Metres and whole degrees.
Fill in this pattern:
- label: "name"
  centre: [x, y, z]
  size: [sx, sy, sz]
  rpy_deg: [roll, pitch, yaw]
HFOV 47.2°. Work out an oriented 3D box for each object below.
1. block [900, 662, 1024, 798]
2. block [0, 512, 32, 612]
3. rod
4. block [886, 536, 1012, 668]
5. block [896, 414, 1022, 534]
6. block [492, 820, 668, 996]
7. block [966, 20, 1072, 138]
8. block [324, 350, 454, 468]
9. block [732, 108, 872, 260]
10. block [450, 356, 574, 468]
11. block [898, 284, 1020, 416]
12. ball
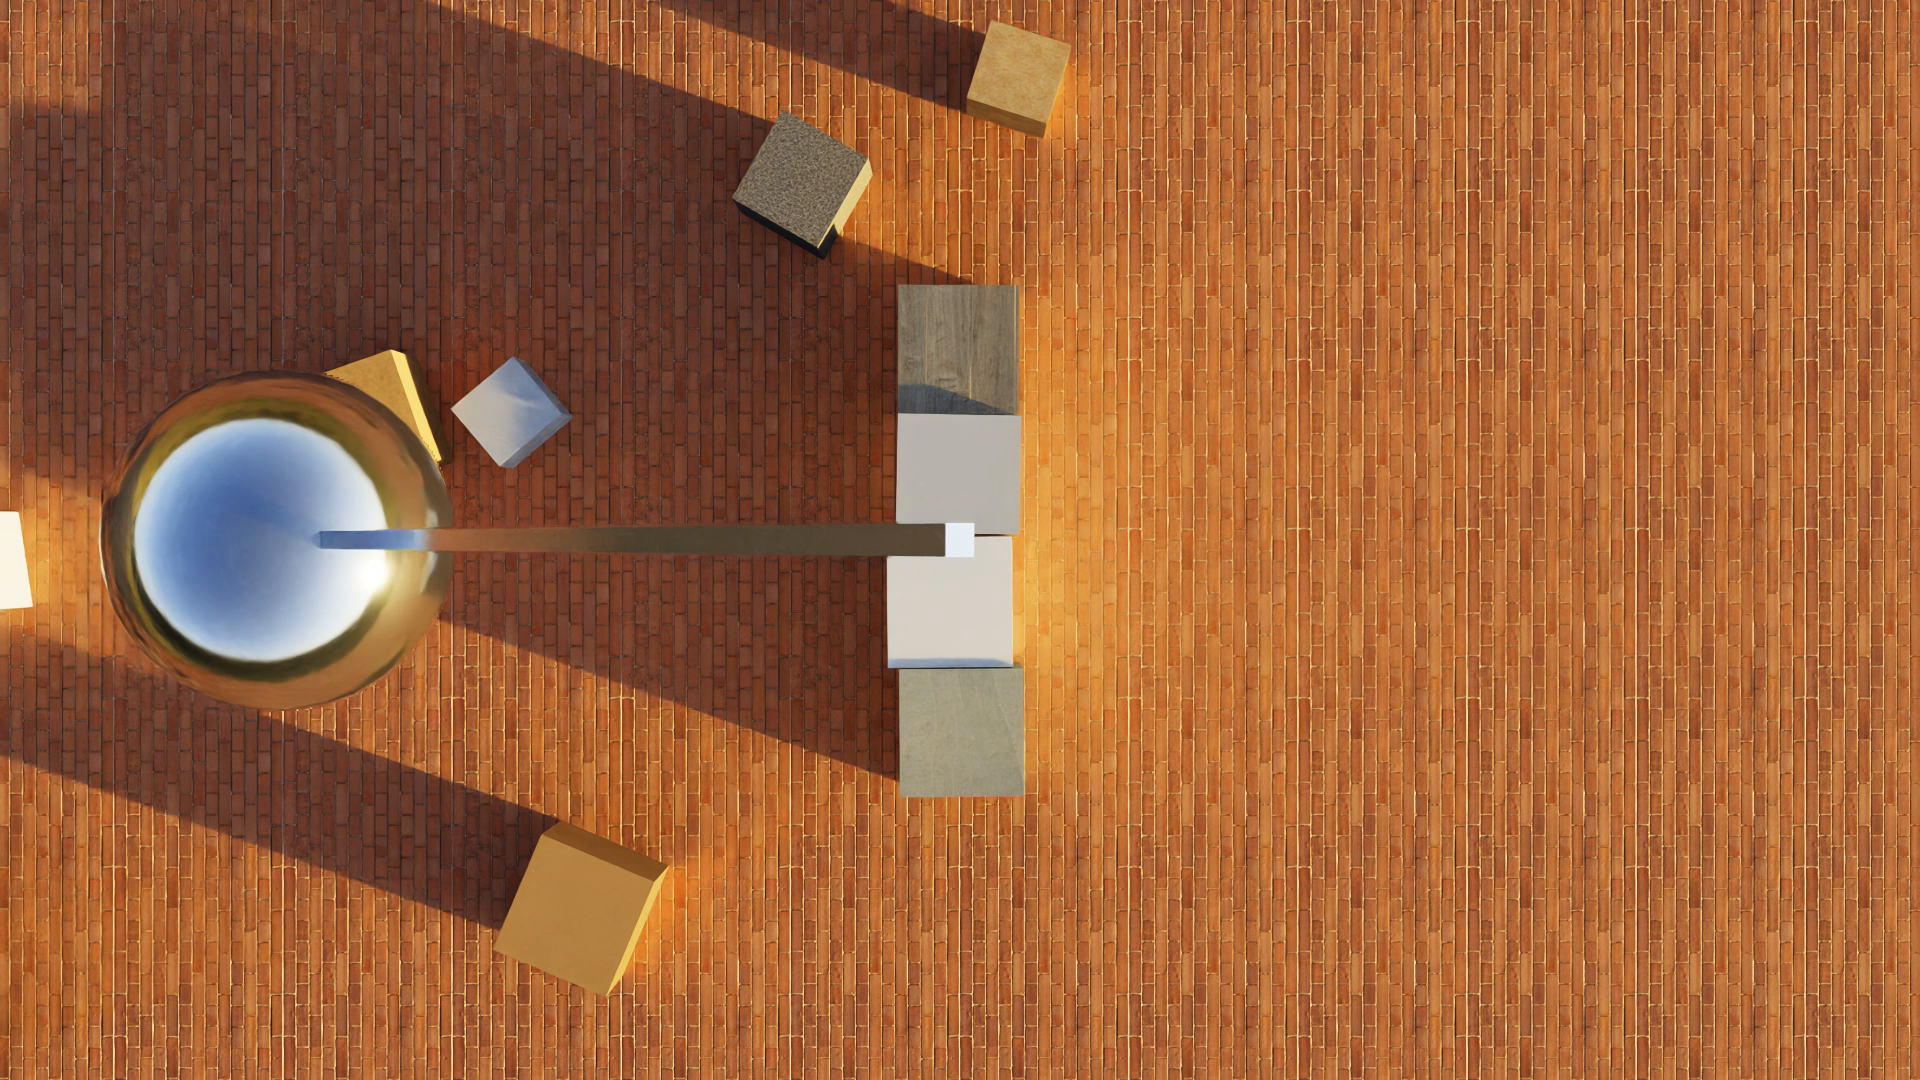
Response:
- label: "block"
  centre: [0.009, 1.080, 12.654]
  size: [0.694, 0.692, 0.717]
  rpy_deg: [0, 90, 0]
- label: "block"
  centre: [-5.763, 0.151, 12.763]
  size: [0.484, 0.474, 0.563]
  rpy_deg: [-9, 90, 0]
- label: "rod"
  centre: [-1.382, 0.000, 7.448]
  size: [0.080, 5.200, 0.080]
  rpy_deg: [0, 90, -32]
- label: "block"
  centre: [-0.057, 0.349, 12.666]
  size: [0.702, 0.669, 0.731]
  rpy_deg: [-1, 90, 0]
- label: "block"
  centre: [-0.008, -0.370, 12.655]
  size: [0.690, 0.690, 0.665]
  rpy_deg: [1, 90, 0]
- label: "block"
  centre: [-2.173, 2.113, 12.685]
  size: [0.690, 0.631, 0.704]
  rpy_deg: [23, 90, 0]
- label: "block"
  centre: [0.336, -2.665, 12.755]
  size: [0.478, 0.489, 0.467]
  rpy_deg: [18, 90, 0]
- label: "block"
  centre: [-3.367, -0.672, 12.683]
  size: [0.576, 0.633, 0.646]
  rpy_deg: [-19, 90, 0]
- label: "block"
  centre: [-0.903, -2.043, 12.706]
  size: [0.558, 0.588, 0.581]
  rpy_deg: [30, 90, 0]
- label: "block"
  centre: [-2.603, -0.739, 12.805]
  size: [0.468, 0.390, 0.432]
  rpy_deg: [-40, 90, 0]
- label: "block"
  centre: [-0.007, -1.073, 12.688]
  size: [0.683, 0.623, 0.726]
  rpy_deg: [0, 90, 0]
- label: "ball"
  centre: [-3.188, 0.000, 10.328]
  size: [1.600, 1.600, 1.600]
  rpy_deg: [0, 90, 0]
